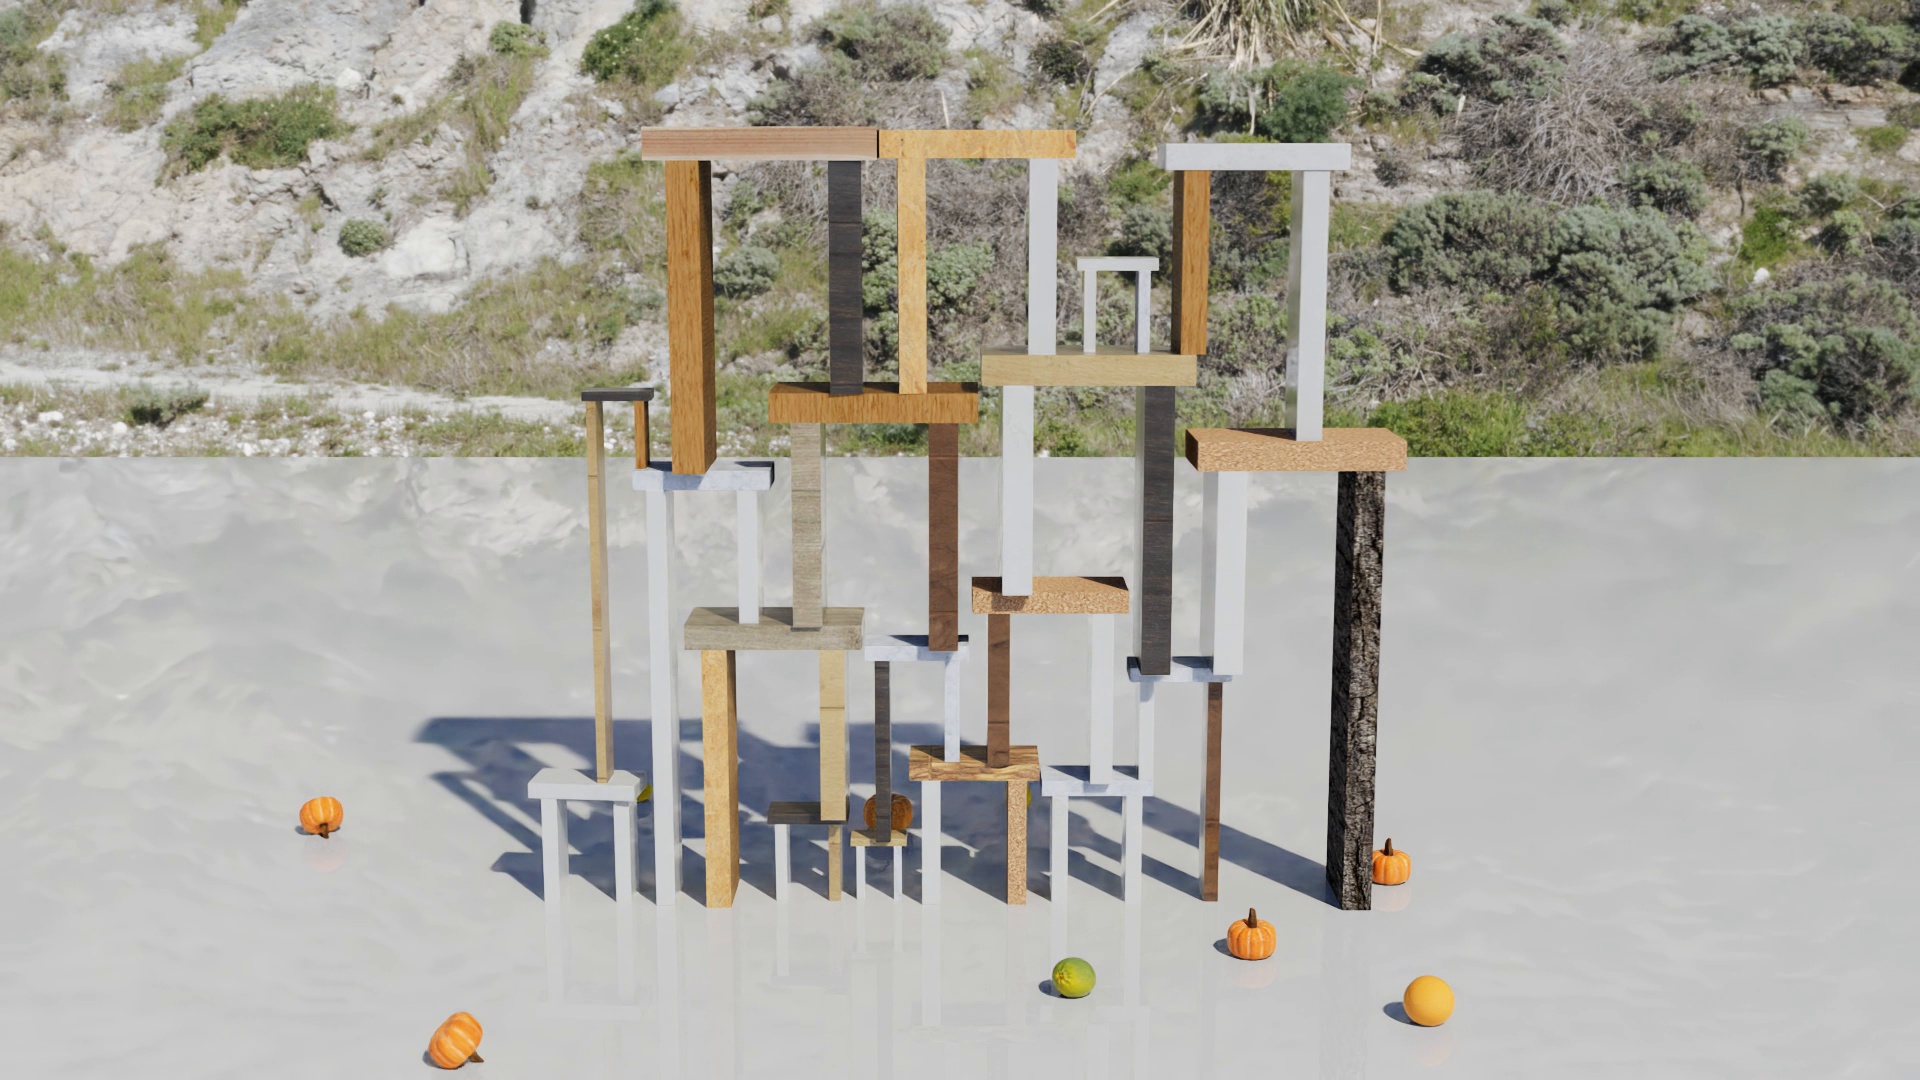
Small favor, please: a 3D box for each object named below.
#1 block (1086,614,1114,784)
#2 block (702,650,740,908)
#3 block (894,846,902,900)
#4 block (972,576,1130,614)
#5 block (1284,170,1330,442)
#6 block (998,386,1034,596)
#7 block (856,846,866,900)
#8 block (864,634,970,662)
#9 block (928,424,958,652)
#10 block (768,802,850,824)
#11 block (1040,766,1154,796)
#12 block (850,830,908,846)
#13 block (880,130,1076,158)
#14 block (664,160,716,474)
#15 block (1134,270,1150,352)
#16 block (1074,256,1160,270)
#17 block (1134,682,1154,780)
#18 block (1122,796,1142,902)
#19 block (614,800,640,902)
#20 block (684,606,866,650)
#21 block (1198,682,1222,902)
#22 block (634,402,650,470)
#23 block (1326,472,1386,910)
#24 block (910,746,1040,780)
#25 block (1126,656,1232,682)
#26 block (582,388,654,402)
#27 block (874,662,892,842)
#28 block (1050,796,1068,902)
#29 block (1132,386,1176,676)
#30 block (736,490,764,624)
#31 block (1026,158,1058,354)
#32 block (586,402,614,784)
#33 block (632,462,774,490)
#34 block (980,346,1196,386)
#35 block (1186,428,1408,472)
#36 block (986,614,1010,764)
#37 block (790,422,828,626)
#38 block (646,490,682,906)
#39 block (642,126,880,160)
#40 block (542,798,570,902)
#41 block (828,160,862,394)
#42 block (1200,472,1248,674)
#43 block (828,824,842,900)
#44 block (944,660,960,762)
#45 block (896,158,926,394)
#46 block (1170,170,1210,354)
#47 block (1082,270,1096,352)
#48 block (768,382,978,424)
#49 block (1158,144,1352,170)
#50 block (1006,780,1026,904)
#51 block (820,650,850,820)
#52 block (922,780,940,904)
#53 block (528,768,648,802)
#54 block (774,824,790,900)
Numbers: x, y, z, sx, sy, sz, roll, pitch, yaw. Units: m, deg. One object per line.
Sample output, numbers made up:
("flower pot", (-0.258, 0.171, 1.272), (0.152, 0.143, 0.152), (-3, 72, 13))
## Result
("block", (0.229, 0.246, 3.609), (0.035, 0.284, 0.125), (0, 11, 0))
("block", (-0.395, 0.377, 3.631), (0.040, 0.434, 0.142), (0, 11, 0))
("block", (-0.103, 0.546, 3.656), (0.013, 0.092, 0.046), (0, 11, -1))
("block", (0.145, 0.089, 3.577), (0.250, 0.035, 0.125), (0, 11, 0))
("block", (0.550, -0.375, 3.488), (0.040, 0.420, 0.142), (0, 11, 1))
("block", (0.089, -0.091, 3.536), (0.047, 0.334, 0.167), (0, 11, -1))
("block", (-0.164, 0.546, 3.656), (0.013, 0.092, 0.046), (0, 11, 0))
("block", (-0.070, 0.176, 3.585), (0.169, 0.024, 0.085), (0, 11, -1))
("block", (-0.026, -0.018, 3.558), (0.046, 0.367, 0.164), (0, 11, 0))
("block", (-0.250, 0.452, 3.641), (0.131, 0.019, 0.066), (0, 10, 0))
("block", (0.225, 0.398, 3.637), (0.182, 0.026, 0.091), (0, 11, 0))
("block", (-0.134, 0.494, 3.647), (0.092, 0.013, 0.046), (0, 11, 0))
("block", (0.026, -0.621, 3.444), (0.301, 0.043, 0.151), (0, 11, -1))
("block", (-0.426, -0.358, 3.494), (0.051, 0.485, 0.180), (0, 11, 0))
("block", (0.289, -0.365, 3.487), (0.018, 0.128, 0.064), (0, 11, 0))
("block", (0.247, -0.437, 3.473), (0.128, 0.018, 0.064), (0, 11, 0))
("block", (0.304, 0.304, 3.620), (0.023, 0.166, 0.083), (0, 11, 0))
("block", (0.285, 0.500, 3.656), (0.026, 0.182, 0.091), (0, 11, 0))
("block", (-0.554, 0.502, 3.656), (0.025, 0.177, 0.089), (0, 11, 0))
("block", (-0.300, 0.144, 3.588), (0.284, 0.040, 0.142), (0, 10, 0))
("block", (0.414, 0.406, 3.638), (0.023, 0.373, 0.083), (0, 11, 0))
("block", (-0.509, -0.172, 3.521), (0.015, 0.109, 0.054), (0, 11, 0))
("block", (0.647, 0.233, 3.604), (0.047, 0.725, 0.164), (0, 11, 0))
("block", (0.023, 0.367, 3.627), (0.212, 0.030, 0.106), (0, 11, 0))
("block", (0.359, 0.211, 3.601), (0.166, 0.023, 0.083), (0, 11, 0))
("block", (-0.546, -0.232, 3.508), (0.109, 0.015, 0.054), (0, 11, -2))
("block", (-0.126, 0.337, 3.618), (0.024, 0.306, 0.085), (0, 11, 0))
("block", (0.164, 0.500, 3.656), (0.026, 0.182, 0.091), (0, 11, 0))
("block", (0.312, -0.028, 3.552), (0.047, 0.464, 0.167), (0, 11, 0))
("block", (-0.339, 0.018, 3.562), (0.031, 0.217, 0.108), (0, 10, 0))
("block", (0.128, -0.451, 3.475), (0.043, 0.302, 0.151), (0, 11, 0))
("block", (-0.584, 0.084, 3.565), (0.015, 0.628, 0.054), (1, 11, 4))
("block", (-0.411, -0.104, 3.538), (0.217, 0.031, 0.108), (0, 11, 0))
("block", (0.200, -0.279, 3.503), (0.334, 0.047, 0.167), (0, 11, 0))
("block", (0.536, -0.146, 3.532), (0.328, 0.047, 0.164), (0, 11, -1))
("block", (0.062, 0.230, 3.602), (0.035, 0.250, 0.125), (0, 11, -1))
("block", (-0.243, -0.037, 3.556), (0.046, 0.328, 0.164), (0, 10, 0))
("block", (-0.483, 0.251, 3.604), (0.031, 0.691, 0.108), (0, 11, 0))
("block", (-0.307, -0.622, 3.445), (0.359, 0.051, 0.180), (0, 11, 0))
("block", (-0.673, 0.502, 3.656), (0.025, 0.177, 0.089), (0, 11, 0))
("block", (-0.182, -0.421, 3.486), (0.051, 0.359, 0.180), (-1, 11, -4))
("block", (0.426, 0.039, 3.564), (0.047, 0.328, 0.164), (0, 11, -2))
("block", (-0.206, 0.526, 3.655), (0.019, 0.131, 0.066), (0, 10, 0))
("block", (-0.013, 0.270, 3.606), (0.024, 0.169, 0.085), (0, 11, 0))
("block", (-0.077, -0.420, 3.474), (0.043, 0.362, 0.151), (-1, 11, -2))
("block", (0.363, -0.442, 3.473), (0.040, 0.284, 0.142), (0, 11, -1))
("block", (0.204, -0.365, 3.486), (0.018, 0.128, 0.064), (0, 11, 0))
("block", (-0.135, -0.221, 3.521), (0.328, 0.046, 0.164), (0, 11, 0))
("block", (0.457, -0.600, 3.442), (0.284, 0.040, 0.142), (0, 11, 0))
("block", (0.094, 0.486, 3.649), (0.030, 0.211, 0.106), (0, 11, 0))
("block", (-0.206, 0.303, 3.617), (0.040, 0.284, 0.142), (0, 10, 0))
("block", (-0.047, 0.486, 3.649), (0.030, 0.212, 0.106), (0, 11, 0))
("block", (-0.614, 0.404, 3.633), (0.177, 0.025, 0.089), (1, 11, 5))
("block", (-0.294, 0.526, 3.655), (0.019, 0.131, 0.066), (0, 11, 0))
